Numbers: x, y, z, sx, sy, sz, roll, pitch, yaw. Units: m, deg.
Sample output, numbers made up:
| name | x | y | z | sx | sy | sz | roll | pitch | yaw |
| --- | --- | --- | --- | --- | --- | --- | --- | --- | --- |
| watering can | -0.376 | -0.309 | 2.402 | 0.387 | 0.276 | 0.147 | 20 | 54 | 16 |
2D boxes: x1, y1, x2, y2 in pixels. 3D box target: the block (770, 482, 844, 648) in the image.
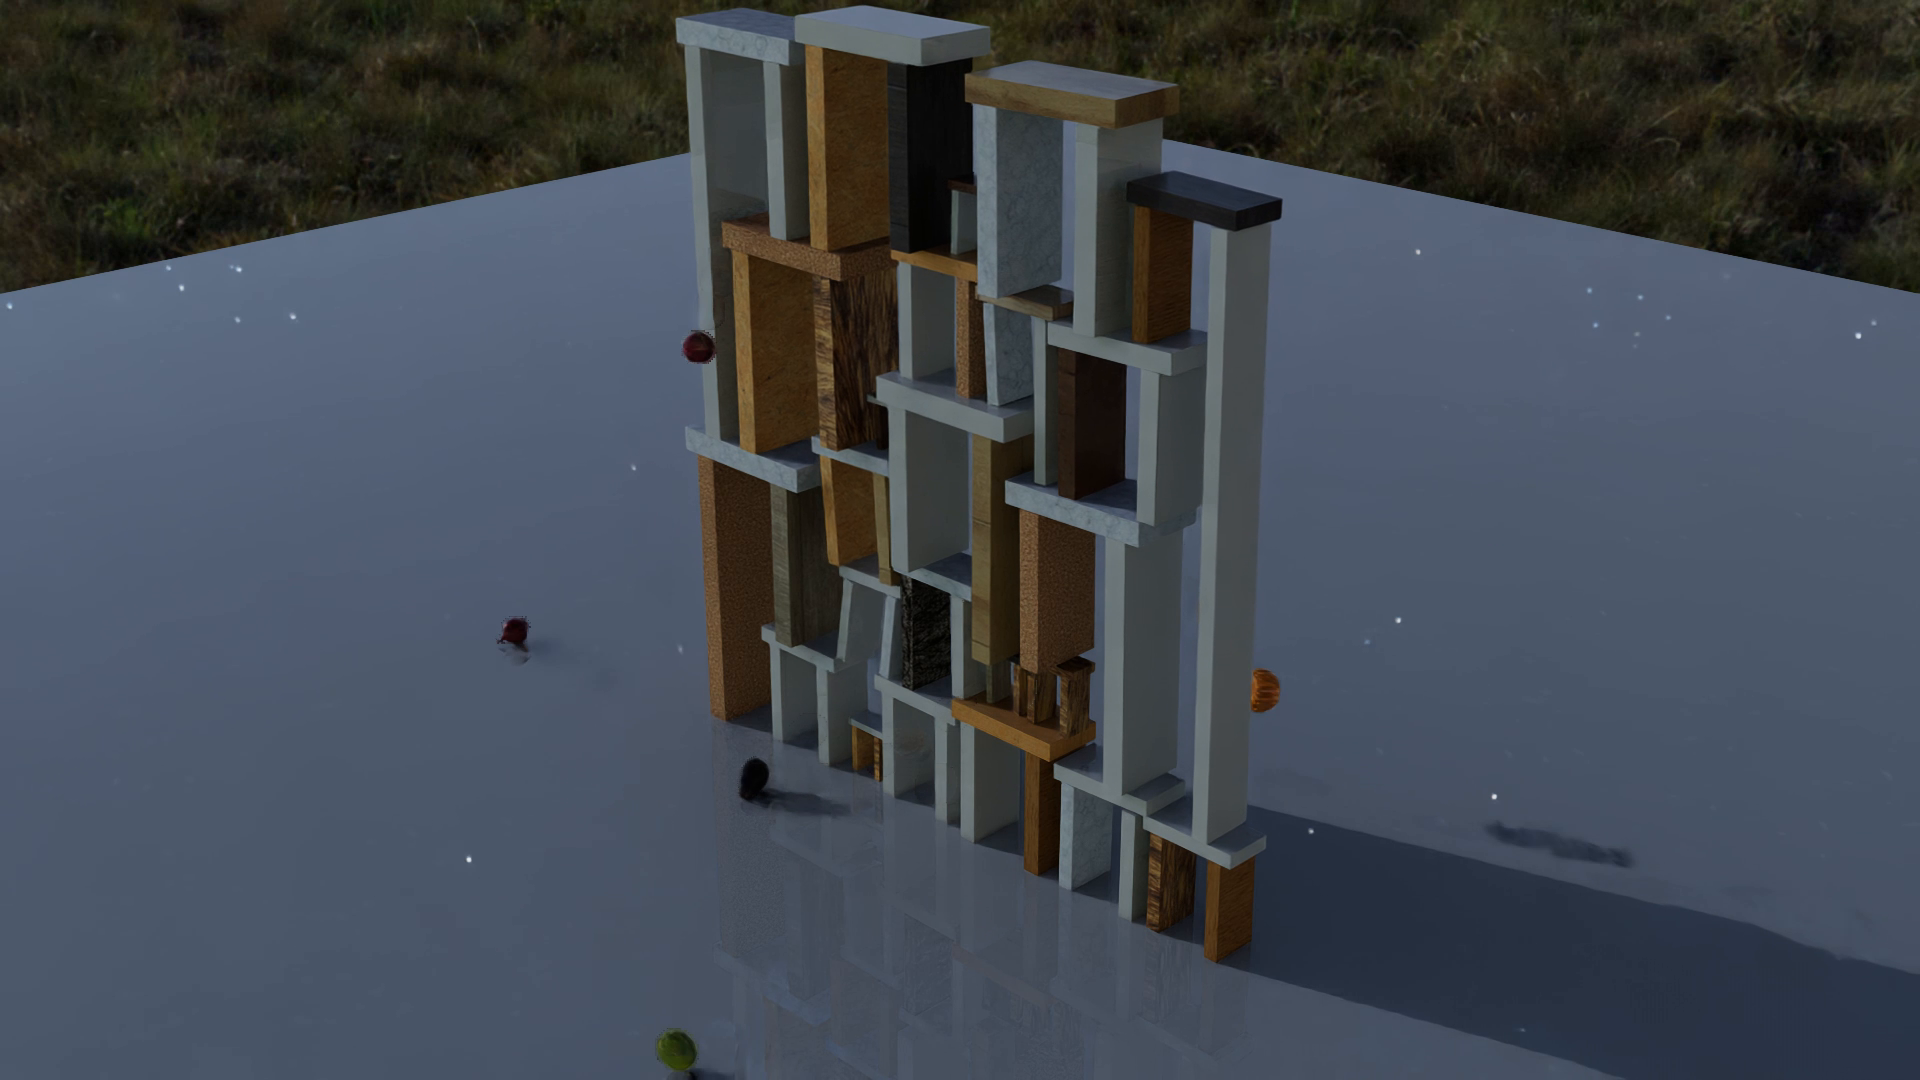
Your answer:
| name | x | y | z | sx | sy | sz | roll | pitch | yaw |
| --- | --- | --- | --- | --- | --- | --- | --- | --- | --- |
| block | -0.305 | 0.030 | 4.570 | 0.050 | 0.356 | 0.178 | 21 | 31 | 41 |

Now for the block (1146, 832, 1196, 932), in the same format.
| name | x | y | z | sx | sy | sz | roll | pitch | yaw |
| --- | --- | --- | --- | --- | --- | --- | --- | --- | --- |
| block | 0.392 | 0.614 | 4.055 | 0.101 | 0.202 | 0.029 | -21 | 31 | -40 |

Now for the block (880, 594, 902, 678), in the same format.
| name | x | y | z | sx | sy | sz | roll | pitch | yaw |
| --- | --- | --- | --- | --- | --- | --- | --- | --- | --- |
| block | -0.112 | 0.181 | 4.419 | 0.092 | 0.184 | 0.026 | -21 | 39 | -40 |

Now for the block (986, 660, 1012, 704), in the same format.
| name | x | y | z | sx | sy | sz | roll | pitch | yaw |
| --- | --- | --- | --- | --- | --- | --- | --- | --- | --- |
| block | 0.075 | 0.258 | 4.257 | 0.015 | 0.107 | 0.054 | 20 | 30 | 41 |

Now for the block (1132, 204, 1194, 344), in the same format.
| name | x | y | z | sx | sy | sz | roll | pitch | yaw |
| --- | --- | --- | --- | --- | --- | --- | --- | --- | --- |
| block | 0.339 | -0.454 | 3.676 | 0.033 | 0.231 | 0.116 | 20 | 30 | 40 |

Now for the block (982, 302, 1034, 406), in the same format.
| name | x | y | z | sx | sy | sz | roll | pitch | yaw |
| --- | --- | --- | --- | --- | --- | --- | --- | --- | --- |
| block | 0.088 | -0.346 | 3.975 | 0.094 | 0.189 | 0.027 | -22 | 27 | -41 |

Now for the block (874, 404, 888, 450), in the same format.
| name | x | y | z | sx | sy | sz | roll | pitch | yaw |
| --- | --- | --- | --- | --- | --- | --- | --- | --- | --- |
| block | -0.144 | -0.228 | 4.286 | 0.014 | 0.095 | 0.048 | 13 | 26 | 38 |

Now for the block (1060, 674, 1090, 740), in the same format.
| name | x | y | z | sx | sy | sz | roll | pitch | yaw |
| --- | --- | --- | --- | --- | --- | --- | --- | --- | --- |
| block | 0.216 | 0.305 | 4.123 | 0.018 | 0.125 | 0.063 | 22 | 31 | 40 |

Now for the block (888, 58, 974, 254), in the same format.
| name | x | y | z | sx | sy | sz | roll | pitch | yaw |
| --- | --- | --- | --- | --- | --- | --- | --- | --- | --- |
| block | -0.052 | -0.702 | 3.972 | 0.048 | 0.338 | 0.169 | 20 | 30 | 39 |

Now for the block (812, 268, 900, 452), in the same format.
| name | x | y | z | sx | sy | sz | roll | pitch | yaw |
| --- | --- | --- | --- | --- | --- | --- | --- | --- | --- |
| block | -0.199 | -0.363 | 4.288 | 0.174 | 0.347 | 0.049 | -21 | 29 | -41 |

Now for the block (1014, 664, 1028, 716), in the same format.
| name | x | y | z | sx | sy | sz | roll | pitch | yaw |
| --- | --- | --- | --- | --- | --- | --- | --- | --- | --- |
| block | 0.126 | 0.278 | 4.211 | 0.015 | 0.107 | 0.054 | 21 | 31 | 41 |

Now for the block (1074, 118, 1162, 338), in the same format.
| name | x | y | z | sx | sy | sz | roll | pitch | yaw |
| --- | --- | --- | --- | --- | --- | --- | --- | --- | --- |
| block | 0.266 | -0.536 | 3.711 | 0.047 | 0.359 | 0.167 | 20 | 30 | 40 |

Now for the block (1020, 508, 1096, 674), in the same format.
| name | x | y | z | sx | sy | sz | roll | pitch | yaw |
| --- | --- | --- | --- | --- | --- | --- | --- | --- | --- |
| block | 0.181 | 0.074 | 4.058 | 0.045 | 0.315 | 0.158 | 20 | 30 | 41 |

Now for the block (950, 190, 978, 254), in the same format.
| name | x | y | z | sx | sy | sz | roll | pitch | yaw |
| --- | --- | --- | --- | --- | --- | --- | --- | --- | --- |
| block | 0.011 | -0.578 | 3.963 | 0.017 | 0.117 | 0.058 | 24 | 33 | 39 |

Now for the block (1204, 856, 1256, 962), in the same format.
| name | x | y | z | sx | sy | sz | roll | pitch | yaw |
| --- | --- | --- | --- | --- | --- | --- | --- | --- | --- |
| block | 0.487 | 0.651 | 3.967 | 0.101 | 0.203 | 0.029 | -21 | 30 | -40 |

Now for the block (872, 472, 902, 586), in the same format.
| name | x | y | z | sx | sy | sz | roll | pitch | yaw |
| --- | --- | --- | --- | --- | --- | --- | --- | --- | --- |
| block | -0.112 | -0.036 | 4.329 | 0.033 | 0.230 | 0.115 | 16 | 28 | 42 |

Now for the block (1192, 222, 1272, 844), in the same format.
| name | x | y | z | sx | sy | sz | roll | pitch | yaw |
| --- | --- | --- | --- | --- | --- | --- | --- | --- | --- |
| block | 0.458 | 0.005 | 3.732 | 0.033 | 1.112 | 0.116 | 20 | 30 | 40 |

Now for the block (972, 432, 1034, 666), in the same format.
| name | x | y | z | sx | sy | sz | roll | pitch | yaw |
| --- | --- | --- | --- | --- | --- | --- | --- | --- | --- |
| block | 0.097 | -0.002 | 4.111 | 0.047 | 0.455 | 0.166 | 21 | 31 | 40 |

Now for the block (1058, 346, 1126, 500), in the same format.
| name | x | y | z | sx | sy | sz | roll | pitch | yaw |
| --- | --- | --- | --- | --- | --- | --- | --- | --- | --- |
| block | 0.234 | -0.221 | 3.880 | 0.039 | 0.275 | 0.137 | 19 | 30 | 40 |

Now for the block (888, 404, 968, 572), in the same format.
| name | x | y | z | sx | sy | sz | roll | pitch | yaw |
| --- | --- | --- | --- | --- | --- | --- | --- | --- | --- |
| block | -0.059 | -0.119 | 4.229 | 0.047 | 0.332 | 0.166 | 21 | 31 | 41 |

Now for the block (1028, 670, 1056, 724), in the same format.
| name | x | y | z | sx | sy | sz | roll | pitch | yaw |
| --- | --- | --- | --- | --- | --- | --- | --- | --- | --- |
| block | 0.156 | 0.282 | 4.178 | 0.018 | 0.125 | 0.063 | 21 | 31 | 40 |

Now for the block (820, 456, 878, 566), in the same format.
| name | x | y | z | sx | sy | sz | roll | pitch | yaw |
| --- | --- | --- | --- | --- | --- | --- | --- | --- | --- |
| block | -0.220 | -0.073 | 4.432 | 0.115 | 0.229 | 0.033 | -21 | 26 | -41 |

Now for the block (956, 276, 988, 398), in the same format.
| name | x | y | z | sx | sy | sz | roll | pitch | yaw |
| --- | --- | --- | --- | --- | --- | --- | --- | --- | --- |
| block | 0.044 | -0.381 | 4.015 | 0.032 | 0.223 | 0.112 | 21 | 31 | 41 |

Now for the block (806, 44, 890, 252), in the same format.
| name | x | y | z | sx | sy | sz | roll | pitch | yaw |
| --- | --- | --- | --- | --- | --- | --- | --- | --- | --- |
| block | -0.207 | -0.748 | 4.135 | 0.048 | 0.381 | 0.169 | 21 | 31 | 40 |

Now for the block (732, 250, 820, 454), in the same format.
| name | x | y | z | sx | sy | sz | roll | pitch | yaw |
| --- | --- | --- | --- | --- | --- | --- | --- | --- | --- |
| block | -0.370 | -0.396 | 4.454 | 0.174 | 0.418 | 0.049 | -21 | 31 | -40 |

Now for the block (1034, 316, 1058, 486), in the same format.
| name | x | y | z | sx | sy | sz | roll | pitch | yaw |
| --- | --- | --- | --- | --- | --- | --- | --- | --- | --- |
| block | 0.174 | -0.258 | 3.925 | 0.027 | 0.311 | 0.095 | 20 | 30 | 41 |

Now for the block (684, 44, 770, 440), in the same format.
| name | x | y | z | sx | sy | sz | roll | pitch | yaw |
| --- | --- | --- | --- | --- | --- | --- | --- | --- | --- |
| block | -0.455 | -0.606 | 4.455 | 0.168 | 0.803 | 0.048 | -21 | 30 | -40 |

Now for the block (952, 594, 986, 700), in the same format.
| name | x | y | z | sx | sy | sz | roll | pitch | yaw |
| --- | --- | --- | --- | --- | --- | --- | --- | --- | --- |
| block | 0.034 | 0.193 | 4.274 | 0.108 | 0.215 | 0.030 | -21 | 31 | -41 |

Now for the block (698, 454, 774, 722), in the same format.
| name | x | y | z | sx | sy | sz | roll | pitch | yaw |
| --- | --- | --- | --- | --- | --- | --- | --- | --- | --- |
| block | -0.470 | 0.083 | 4.776 | 0.050 | 0.615 | 0.178 | 21 | 31 | 41 |

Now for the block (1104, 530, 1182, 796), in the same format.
| name | x | y | z | sx | sy | sz | roll | pitch | yaw |
| --- | --- | --- | --- | --- | --- | --- | --- | --- | --- |
| block | 0.329 | 0.208 | 3.965 | 0.045 | 0.497 | 0.157 | 20 | 30 | 41 |

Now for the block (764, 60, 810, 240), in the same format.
| name | x | y | z | sx | sy | sz | roll | pitch | yaw |
| --- | --- | --- | --- | --- | --- | --- | --- | --- | --- |
| block | -0.290 | -0.756 | 4.211 | 0.168 | 0.336 | 0.048 | -21 | 30 | -40 |

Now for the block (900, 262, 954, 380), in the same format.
| name | x | y | z | sx | sy | sz | roll | pitch | yaw |
| --- | --- | --- | --- | --- | --- | --- | --- | --- | --- |
| block | -0.061 | -0.422 | 4.111 | 0.032 | 0.223 | 0.112 | 21 | 31 | 40 |

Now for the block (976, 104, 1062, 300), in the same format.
| name | x | y | z | sx | sy | sz | roll | pitch | yaw |
| --- | --- | --- | --- | --- | --- | --- | --- | --- | --- |
| block | 0.105 | -0.604 | 3.842 | 0.047 | 0.334 | 0.167 | 21 | 31 | 41 |

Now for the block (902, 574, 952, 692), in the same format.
| name | x | y | z | sx | sy | sz | roll | pitch | yaw |
| --- | --- | --- | --- | --- | --- | --- | --- | --- | --- |
| block | -0.067 | 0.168 | 4.372 | 0.030 | 0.247 | 0.108 | 21 | 31 | 40 |

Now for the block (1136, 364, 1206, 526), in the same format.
| name | x | y | z | sx | sy | sz | roll | pitch | yaw |
| --- | --- | --- | --- | --- | --- | --- | --- | --- | --- |
| block | 0.364 | -0.174 | 3.762 | 0.039 | 0.274 | 0.137 | 20 | 30 | 40 |
